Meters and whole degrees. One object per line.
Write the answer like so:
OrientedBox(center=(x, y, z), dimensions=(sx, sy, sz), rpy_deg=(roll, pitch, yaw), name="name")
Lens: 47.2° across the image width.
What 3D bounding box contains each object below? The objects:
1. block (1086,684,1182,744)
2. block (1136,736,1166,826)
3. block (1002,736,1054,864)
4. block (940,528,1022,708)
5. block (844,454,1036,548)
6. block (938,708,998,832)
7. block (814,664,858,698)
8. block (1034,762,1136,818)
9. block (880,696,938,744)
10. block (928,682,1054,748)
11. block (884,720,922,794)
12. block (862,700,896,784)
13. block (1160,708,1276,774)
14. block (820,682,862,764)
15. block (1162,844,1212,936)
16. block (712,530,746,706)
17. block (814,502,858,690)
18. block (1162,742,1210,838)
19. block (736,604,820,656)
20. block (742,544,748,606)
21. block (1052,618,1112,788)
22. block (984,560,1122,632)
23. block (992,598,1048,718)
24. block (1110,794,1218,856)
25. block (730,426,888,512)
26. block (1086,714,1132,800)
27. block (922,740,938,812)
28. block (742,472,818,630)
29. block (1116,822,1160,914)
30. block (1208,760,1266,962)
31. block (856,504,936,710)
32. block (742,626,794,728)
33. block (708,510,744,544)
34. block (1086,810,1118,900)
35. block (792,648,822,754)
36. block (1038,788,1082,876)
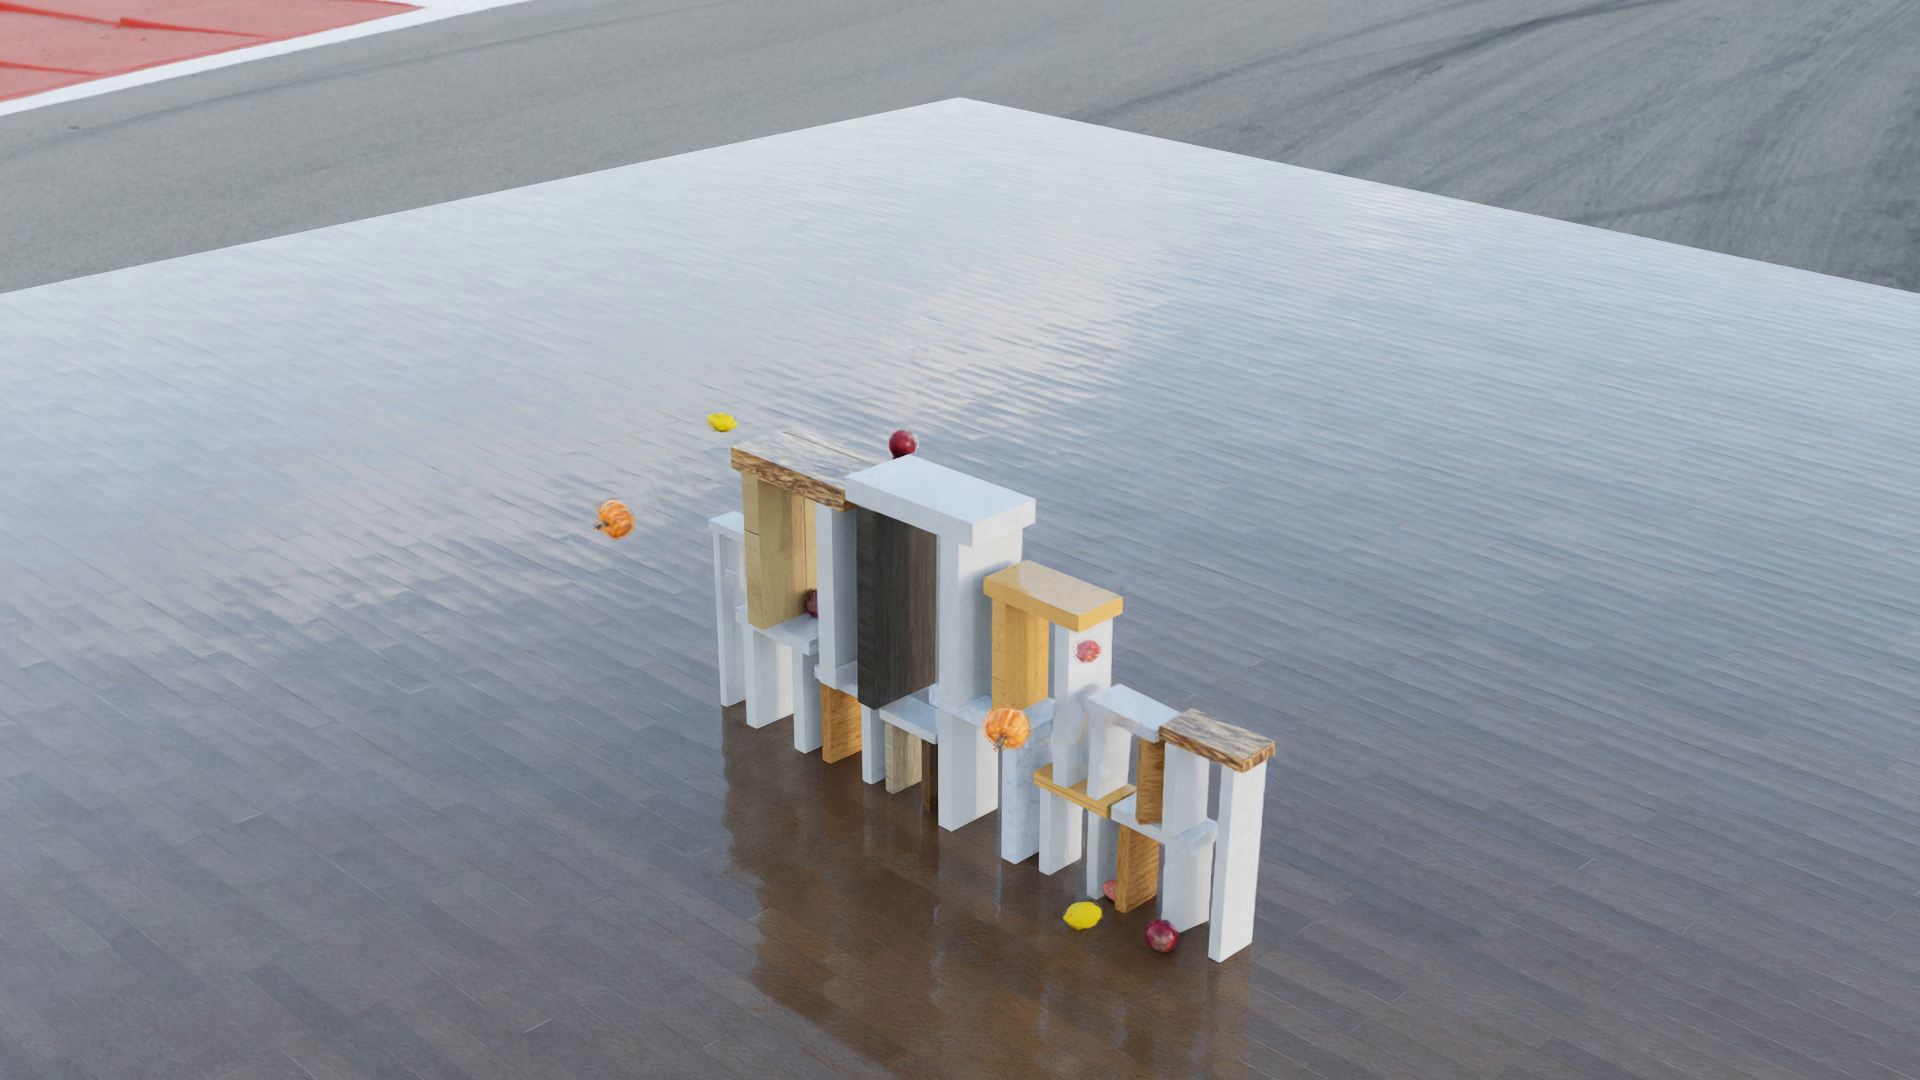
OrientedBox(center=(0.321, 0.314, 3.995), dimensions=(0.087, 0.025, 0.174), rpy_deg=(-19, 30, -38), name="block")
OrientedBox(center=(0.365, 0.430, 3.977), dimensions=(0.087, 0.174, 0.025), rpy_deg=(-5, 24, -11), name="block")
OrientedBox(center=(0.141, 0.486, 4.278), dimensions=(0.132, 0.264, 0.037), rpy_deg=(-21, 31, -41), name="block")
OrientedBox(center=(0.040, 0.134, 4.233), dimensions=(0.172, 0.345, 0.049), rpy_deg=(-21, 32, -41), name="block")
OrientedBox(center=(-0.040, -0.078, 4.227), dimensions=(0.345, 0.049, 0.172), rpy_deg=(21, 31, 40), name="block")
OrientedBox(center=(0.017, 0.437, 4.393), dimensions=(0.132, 0.264, 0.037), rpy_deg=(-21, 31, -41), name="block")
OrientedBox(center=(-0.205, 0.288, 4.565), dimensions=(0.094, 0.027, 0.188), rpy_deg=(-21, 31, -40), name="block")
OrientedBox(center=(0.238, 0.465, 4.158), dimensions=(0.184, 0.026, 0.092), rpy_deg=(21, 31, 40), name="block")
OrientedBox(center=(-0.078, 0.364, 4.458), dimensions=(0.162, 0.023, 0.081), rpy_deg=(21, 31, 41), name="block")
OrientedBox(center=(0.079, 0.323, 4.277), dimensions=(0.132, 0.037, 0.264), rpy_deg=(-21, 31, -41), name="block")
OrientedBox(center=(-0.117, 0.434, 4.530), dimensions=(0.023, 0.162, 0.081), rpy_deg=(21, 31, 41), name="block")
OrientedBox(center=(-0.160, 0.404, 4.567), dimensions=(0.094, 0.188, 0.027), rpy_deg=(-21, 31, -41), name="block")
OrientedBox(center=(0.453, 0.353, 3.874), dimensions=(0.185, 0.026, 0.093), rpy_deg=(20, 30, 39), name="block")
OrientedBox(center=(-0.248, 0.370, 4.649), dimensions=(0.094, 0.188, 0.027), rpy_deg=(-21, 31, -41), name="block")
OrientedBox(center=(0.417, 0.628, 4.040), dimensions=(0.094, 0.187, 0.027), rpy_deg=(-16, 28, -33), name="block")
OrientedBox(center=(-0.499, 0.165, 4.835), dimensions=(0.021, 0.419, 0.073), rpy_deg=(21, 31, 41), name="block")
OrientedBox(center=(-0.210, 0.091, 4.485), dimensions=(0.171, 0.400, 0.048), rpy_deg=(-21, 31, -40), name="block")
OrientedBox(center=(0.406, 0.434, 3.952), dimensions=(0.093, 0.185, 0.026), rpy_deg=(-20, 30, -39), name="block")
OrientedBox(center=(-0.356, 0.177, 4.689), dimensions=(0.238, 0.034, 0.119), rpy_deg=(21, 31, 41), name="block")
OrientedBox(center=(-0.430, 0.067, 4.718), dimensions=(0.021, 0.147, 0.073), rpy_deg=(21, 31, 41), name="block")
OrientedBox(center=(0.229, 0.293, 4.107), dimensions=(0.034, 0.331, 0.120), rpy_deg=(21, 31, 41), name="block")
OrientedBox(center=(0.172, 0.103, 4.089), dimensions=(0.240, 0.034, 0.120), rpy_deg=(21, 31, 41), name="block")
OrientedBox(center=(0.115, 0.207, 4.194), dimensions=(0.120, 0.240, 0.034), rpy_deg=(-21, 31, -41), name="block")
OrientedBox(center=(0.378, 0.516, 4.031), dimensions=(0.187, 0.027, 0.094), rpy_deg=(21, 31, 40), name="block")
OrientedBox(center=(-0.290, -0.147, 4.472), dimensions=(0.171, 0.048, 0.342), rpy_deg=(-21, 31, -41), name="block")
OrientedBox(center=(0.279, 0.388, 4.080), dimensions=(0.025, 0.177, 0.087), rpy_deg=(25, 33, 39), name="block")
OrientedBox(center=(-0.040, 0.464, 4.459), dimensions=(0.023, 0.162, 0.081), rpy_deg=(21, 31, 41), name="block")
OrientedBox(center=(-0.371, 0.002, 4.622), dimensions=(0.048, 0.342, 0.171), rpy_deg=(21, 31, 41), name="block")
OrientedBox(center=(0.333, 0.597, 4.114), dimensions=(0.027, 0.187, 0.094), rpy_deg=(21, 30, 38), name="block")
OrientedBox(center=(0.495, 0.563, 3.922), dimensions=(0.093, 0.399, 0.026), rpy_deg=(-21, 32, -40), name="block")
OrientedBox(center=(-0.126, 0.113, 4.394), dimensions=(0.049, 0.431, 0.172), rpy_deg=(22, 32, 40), name="block")
OrientedBox(center=(-0.412, 0.281, 4.794), dimensions=(0.034, 0.238, 0.119), rpy_deg=(21, 31, 41), name="block")
OrientedBox(center=(-0.465, -0.024, 4.717), dimensions=(0.073, 0.021, 0.147), rpy_deg=(-21, 31, -41), name="block")
OrientedBox(center=(0.281, 0.579, 4.160), dimensions=(0.092, 0.184, 0.026), rpy_deg=(-21, 31, -40), name="block")
OrientedBox(center=(-0.300, 0.324, 4.691), dimensions=(0.034, 0.239, 0.119), rpy_deg=(21, 31, 41), name="block")
OrientedBox(center=(0.194, 0.545, 4.239), dimensions=(0.026, 0.184, 0.092), rpy_deg=(21, 31, 41), name="block")
